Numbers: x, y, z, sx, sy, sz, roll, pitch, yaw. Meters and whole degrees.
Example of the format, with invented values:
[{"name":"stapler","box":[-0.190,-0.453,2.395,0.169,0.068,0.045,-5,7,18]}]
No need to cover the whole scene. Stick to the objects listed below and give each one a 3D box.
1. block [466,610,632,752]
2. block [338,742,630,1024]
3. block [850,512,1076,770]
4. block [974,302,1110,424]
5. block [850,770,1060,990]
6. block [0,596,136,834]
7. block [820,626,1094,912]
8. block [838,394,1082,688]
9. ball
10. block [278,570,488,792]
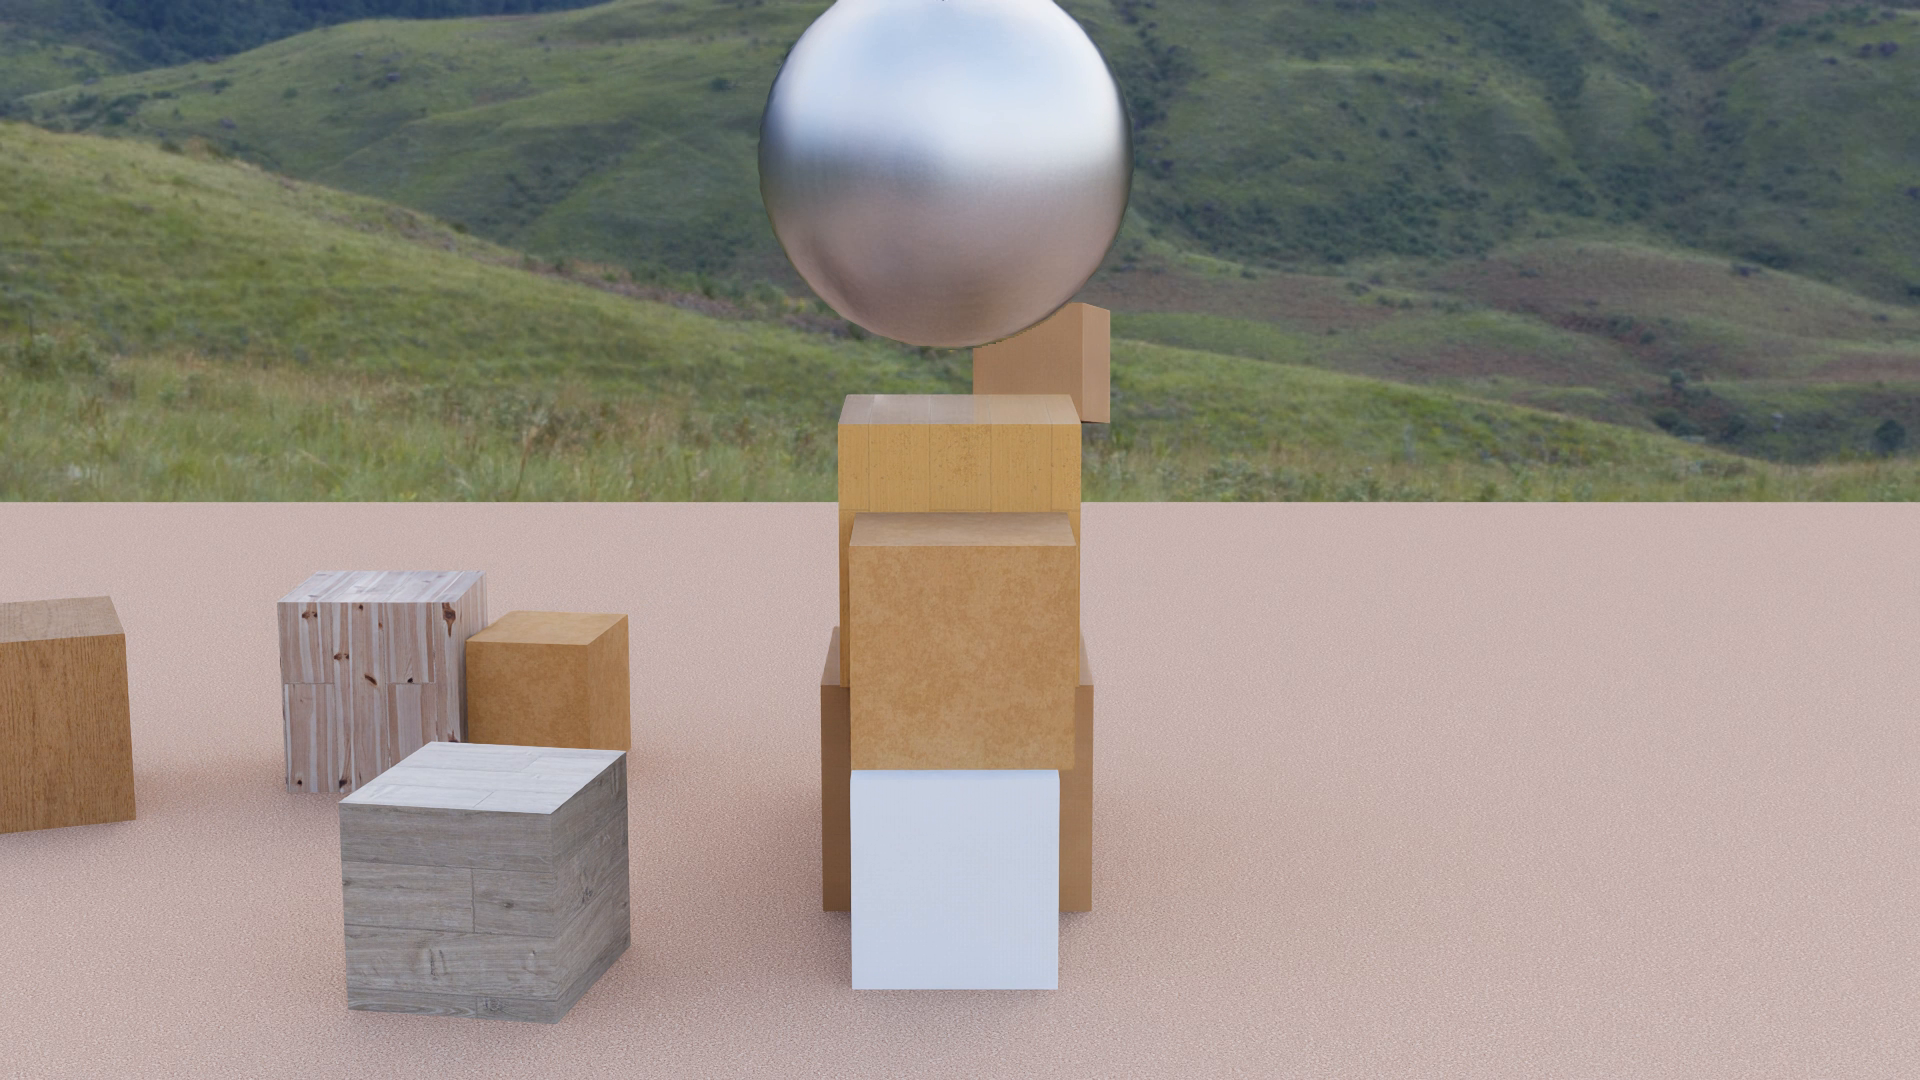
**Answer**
[{"name":"block","box":[-2.098,0.800,13.147,0.628,0.723,0.751,1,10,8]},{"name":"block","box":[-1.835,1.318,10.038,0.831,0.816,0.904,2,10,10]},{"name":"block","box":[0.008,0.389,10.253,0.867,0.885,0.761,0,10,0]},{"name":"block","box":[0.396,-0.836,12.260,0.527,0.548,0.598,0,1,16]},{"name":"block","box":[-0.019,1.248,10.351,0.800,0.840,0.933,0,10,0]},{"name":"block","box":[-4.482,0.834,12.438,0.806,0.910,0.967,-4,11,-22]},{"name":"block","box":[-0.011,0.988,11.375,1.142,0.987,1.155,0,10,0]},{"name":"block","box":[-0.004,-0.019,11.071,0.996,1.103,0.984,0,10,0]},{"name":"ball","box":[-0.061,-1.617,10.886,1.600,1.600,1.600,0,10,0]},{"name":"block","box":[-2.896,0.705,13.000,0.871,0.961,0.800,0,10,0]}]
